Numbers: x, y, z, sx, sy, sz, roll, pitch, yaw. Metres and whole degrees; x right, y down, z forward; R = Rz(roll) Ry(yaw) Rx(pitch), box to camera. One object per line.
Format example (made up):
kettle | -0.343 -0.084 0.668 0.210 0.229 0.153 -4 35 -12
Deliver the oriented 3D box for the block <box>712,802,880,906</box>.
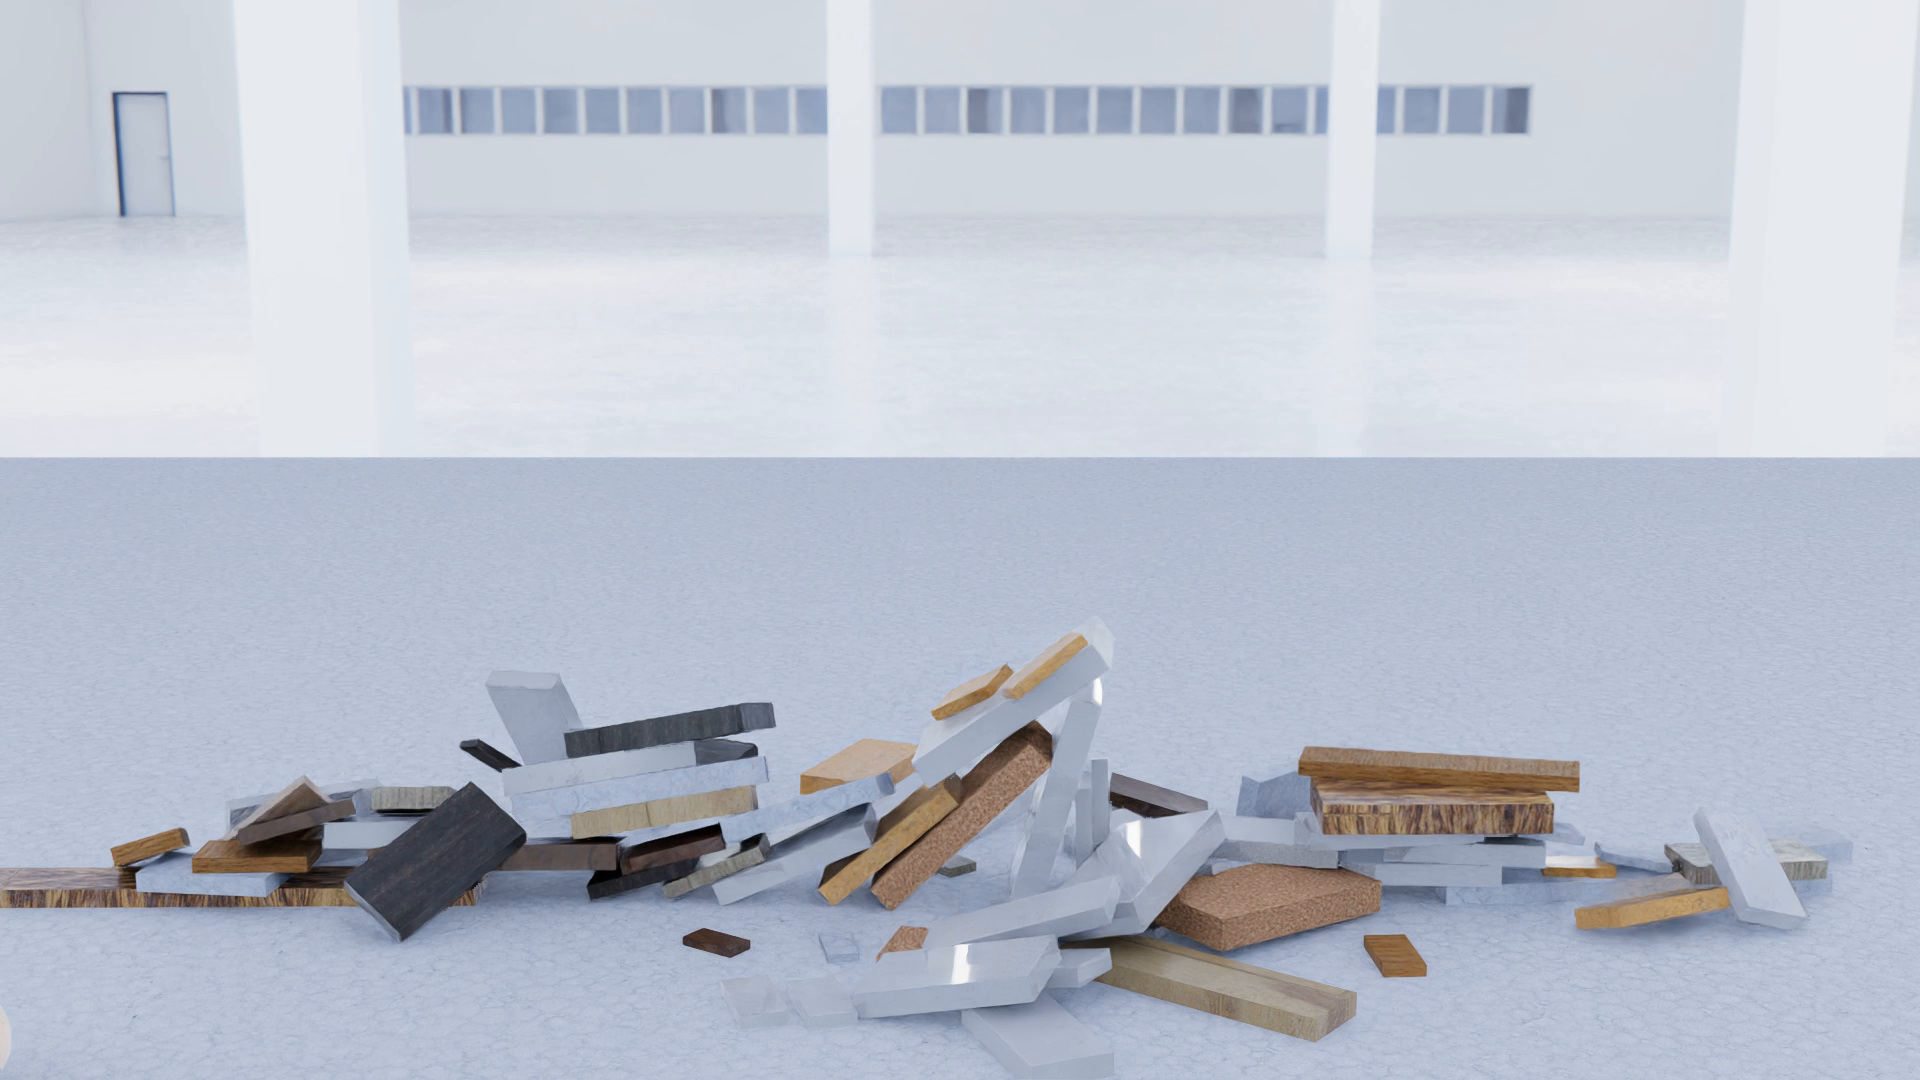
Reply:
block | -0.272 0.520 3.657 0.271 0.038 0.135 -22 9 7

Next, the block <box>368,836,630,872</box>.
block | -0.765 0.524 3.663 0.405 0.042 0.148 -1 -3 0

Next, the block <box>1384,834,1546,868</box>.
block | 0.837 0.502 3.660 0.259 0.037 0.130 1 11 11

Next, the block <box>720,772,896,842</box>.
block | -0.252 0.445 3.665 0.271 0.038 0.135 -17 -6 7

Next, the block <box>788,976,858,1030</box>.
block | -0.200 0.670 3.184 0.071 0.020 0.142 -3 11 -16

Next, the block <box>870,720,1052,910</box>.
block | 0.004 0.450 3.641 0.359 0.051 0.180 -43 6 9

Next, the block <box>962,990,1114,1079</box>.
block | 0.105 0.688 3.046 0.122 0.035 0.245 -4 11 -22

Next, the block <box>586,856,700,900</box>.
block | -0.527 0.554 3.664 0.175 0.025 0.087 -15 8 3

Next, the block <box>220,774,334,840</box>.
block | -1.149 0.487 3.715 0.185 0.093 0.026 -37 32 2

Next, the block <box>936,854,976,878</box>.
block | -0.030 0.556 3.807 0.058 0.016 0.116 -8 13 -38

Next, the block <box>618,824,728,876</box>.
block | -0.474 0.513 3.661 0.175 0.025 0.087 -15 8 2

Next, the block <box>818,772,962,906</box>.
block | -0.114 0.489 3.650 0.271 0.038 0.135 -40 6 9

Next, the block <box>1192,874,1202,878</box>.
block | 0.298 0.570 3.598 0.099 0.028 0.197 10 15 44

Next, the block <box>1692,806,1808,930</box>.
block | 1.276 0.530 3.561 0.109 0.031 0.219 12 37 -16

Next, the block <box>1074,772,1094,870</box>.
block | 0.206 0.493 3.648 0.028 0.197 0.099 -1 10 3

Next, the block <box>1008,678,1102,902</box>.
block | 0.158 0.413 3.638 0.051 0.359 0.180 16 11 0

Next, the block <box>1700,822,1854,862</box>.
block | 1.432 0.538 3.861 0.230 0.033 0.115 -3 11 -17

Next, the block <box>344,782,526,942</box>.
block | -0.839 0.513 3.522 0.130 0.037 0.261 38 55 19

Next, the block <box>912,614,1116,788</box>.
block | 0.089 0.263 3.605 0.359 0.051 0.180 -34 7 13

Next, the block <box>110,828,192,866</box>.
block | -1.367 0.520 3.720 0.110 0.031 0.221 -16 -3 -18

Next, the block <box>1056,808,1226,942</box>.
block | 0.273 0.530 3.478 0.178 0.050 0.356 -14 10 31

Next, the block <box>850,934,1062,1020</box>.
block | -0.005 0.627 3.157 0.273 0.039 0.136 -10 12 22

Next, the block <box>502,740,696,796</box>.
block | -0.613 0.391 3.754 0.320 0.045 0.160 -8 -5 -9

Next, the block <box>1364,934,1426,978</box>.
block | 0.666 0.636 3.369 0.065 0.018 0.130 -1 11 -3

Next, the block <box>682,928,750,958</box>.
block | -0.379 0.628 3.428 0.097 0.014 0.049 7 13 34

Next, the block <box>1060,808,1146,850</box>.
block | 0.255 0.515 3.894 0.146 0.021 0.073 -15 21 -31

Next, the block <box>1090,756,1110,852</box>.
block | 0.235 0.463 3.676 0.028 0.197 0.099 -1 -3 3

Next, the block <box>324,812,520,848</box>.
block | -0.893 0.484 3.668 0.295 0.042 0.148 -1 -3 -4

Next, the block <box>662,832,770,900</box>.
block | -0.405 0.541 3.660 0.175 0.025 0.087 -23 7 5

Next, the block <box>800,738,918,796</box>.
block | -0.186 0.450 4.314 0.140 0.040 0.280 4 11 23

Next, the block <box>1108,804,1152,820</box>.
block | 0.301 0.505 4.047 0.105 0.030 0.211 5 12 24

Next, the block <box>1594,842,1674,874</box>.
block | 1.131 0.533 3.696 0.117 0.017 0.058 10 11 2

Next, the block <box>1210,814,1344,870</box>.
block | 0.510 0.503 3.684 0.259 0.037 0.130 2 11 17

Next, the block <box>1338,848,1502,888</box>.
block | 0.764 0.538 3.673 0.259 0.037 0.130 0 11 7
